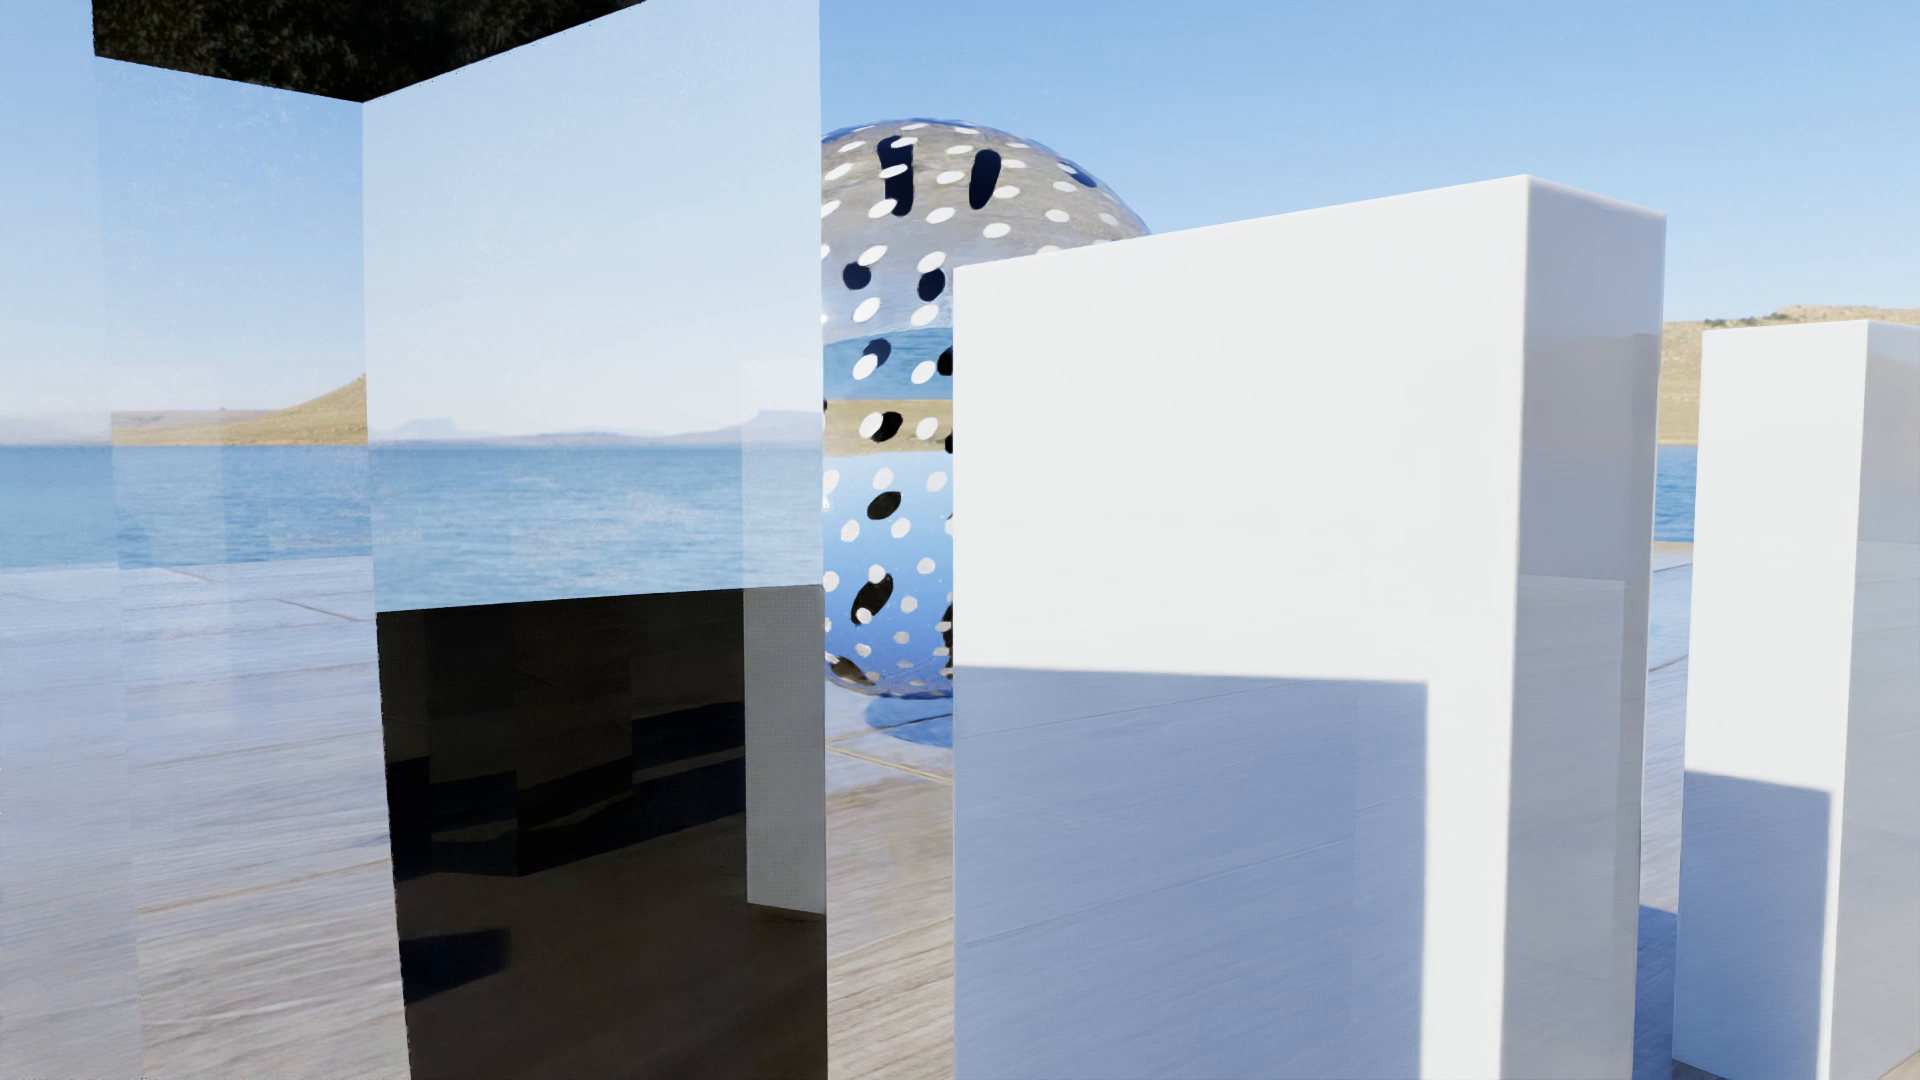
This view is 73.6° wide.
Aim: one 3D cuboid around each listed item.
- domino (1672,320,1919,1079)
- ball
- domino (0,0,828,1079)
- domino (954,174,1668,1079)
[{"bbox_3d":[0.062,0.011,0.090,0.025,0.050,0.009,-3,5,-35],"label":"domino"},{"bbox_3d":[-0.005,-0.018,0.181,0.080,0.080,0.080,0,4,0],"label":"ball"},{"bbox_3d":[-0.015,0.016,0.025,0.025,0.050,0.010,4,6,40],"label":"domino"},{"bbox_3d":[0.011,0.014,0.050,0.010,0.050,0.025,-4,6,-40],"label":"domino"}]
